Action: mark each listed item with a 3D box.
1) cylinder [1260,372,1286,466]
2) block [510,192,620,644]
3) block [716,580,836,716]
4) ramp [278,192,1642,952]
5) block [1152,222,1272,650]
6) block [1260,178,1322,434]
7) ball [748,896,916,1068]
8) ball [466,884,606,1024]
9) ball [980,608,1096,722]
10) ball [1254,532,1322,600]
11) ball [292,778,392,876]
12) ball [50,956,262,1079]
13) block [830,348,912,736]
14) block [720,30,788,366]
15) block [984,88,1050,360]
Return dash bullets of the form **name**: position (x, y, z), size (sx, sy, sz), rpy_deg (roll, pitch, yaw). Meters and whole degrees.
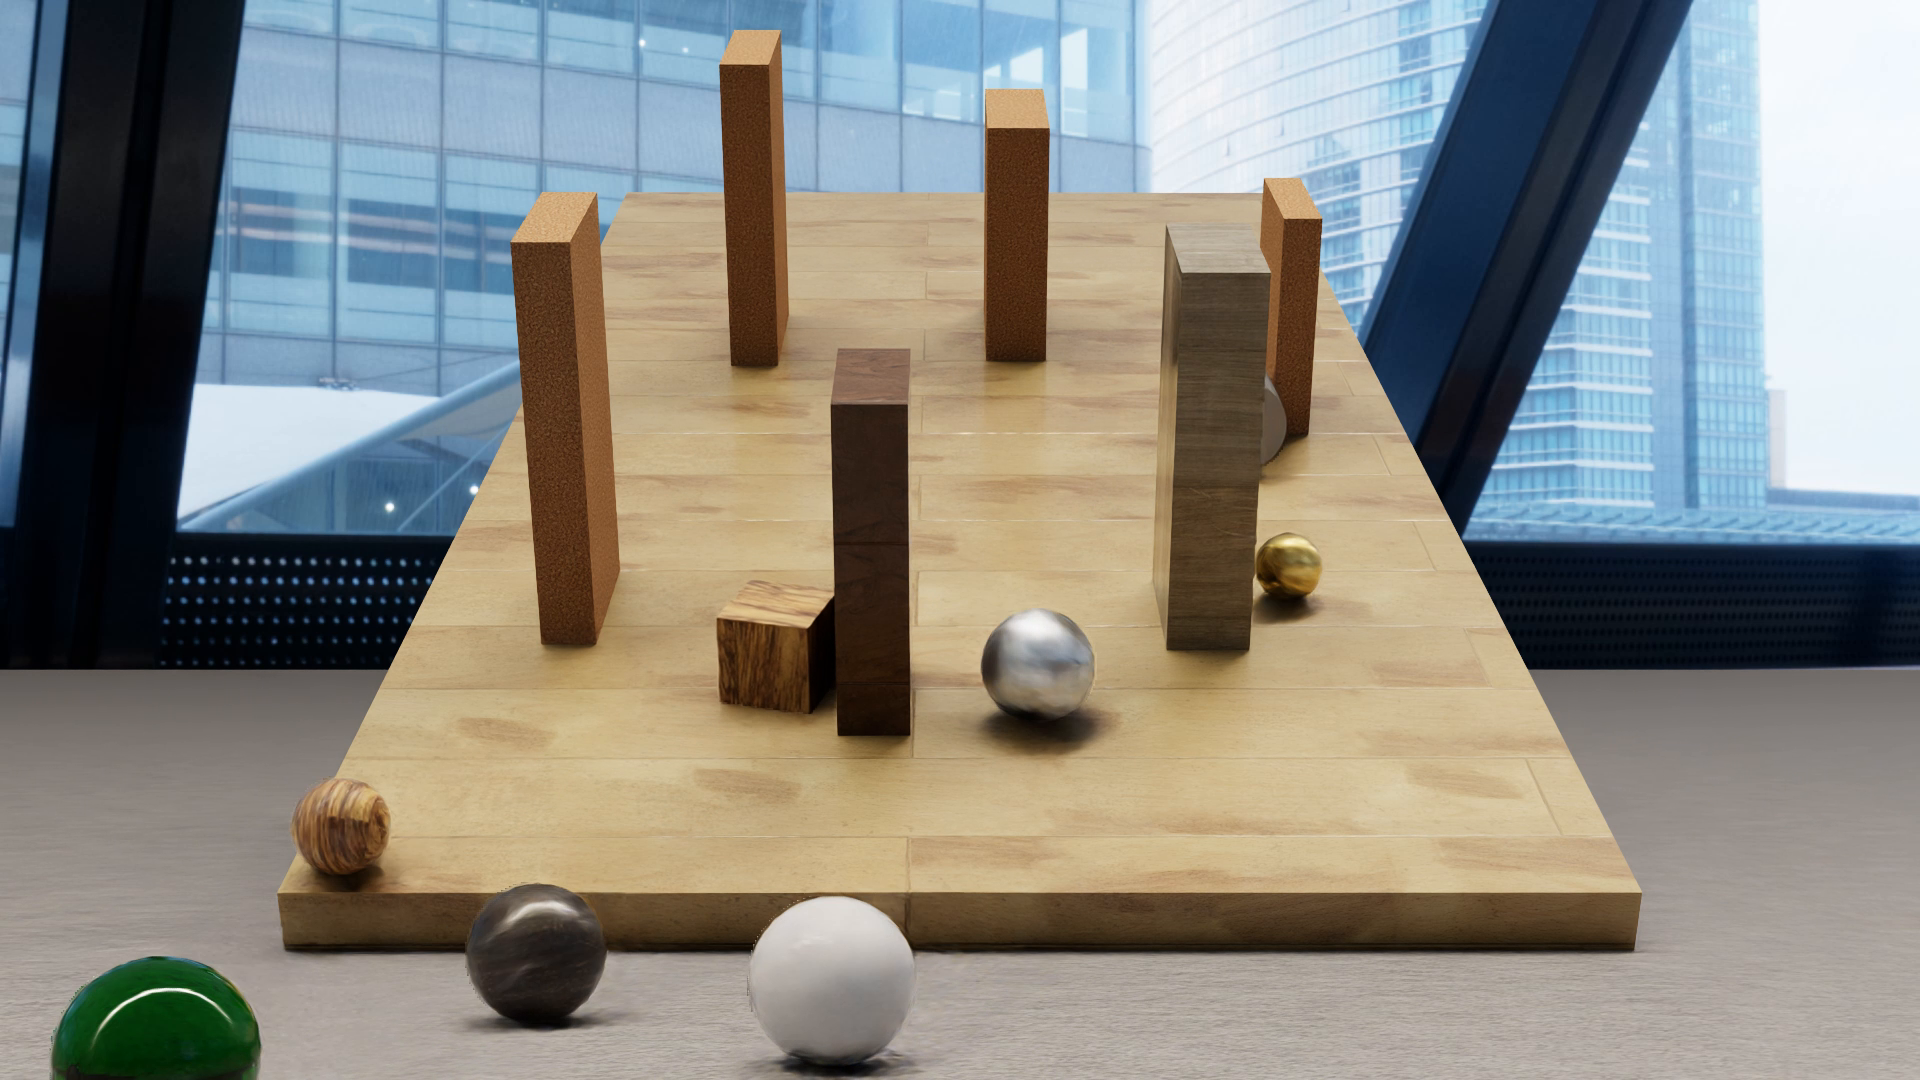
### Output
- **cylinder**: position (0.587, -0.279, 4.990), size (0.204, 0.204, 0.204), rpy_deg (0, 23, -2)
- **block**: position (-0.702, -0.219, 4.159), size (0.099, 0.744, 0.326), rpy_deg (0, 23, 0)
- **block**: position (-0.309, 0.182, 3.964), size (0.161, 0.161, 0.161), rpy_deg (6, 24, 14)
- **ramp**: position (-0.007, -0.226, 5.249), size (2.000, 0.100, 4.000), rpy_deg (0, 23, 0)
- **block**: position (0.443, -0.186, 4.144), size (0.149, 0.700, 0.310), rpy_deg (0, 23, 0)
- **block**: position (0.733, -0.530, 5.209), size (0.083, 0.493, 0.350), rpy_deg (0, 23, 0)
- **ball**: position (-0.135, 0.467, 2.453), size (0.178, 0.178, 0.178), rpy_deg (0, -3, 0)
- **ball**: position (-0.502, 0.490, 2.748), size (0.164, 0.164, 0.164), rpy_deg (0, -3, 0)
- **ball**: position (0.130, 0.210, 3.866), size (0.190, 0.190, 0.190), rpy_deg (0, -3, 0)
- **ball**: position (0.613, 0.050, 4.321), size (0.127, 0.127, 0.127), rpy_deg (0, -3, 0)
- **ball**: position (-0.914, 0.423, 3.423), size (0.143, 0.143, 0.143), rpy_deg (0, -3, 0)
- **ball**: position (-0.691, 0.446, 1.994), size (0.173, 0.173, 0.173), rpy_deg (0, -3, 0)
- **block**: position (-0.143, 0.002, 3.850), size (0.121, 0.583, 0.275), rpy_deg (0, 23, 0)
- **block**: position (-0.495, -0.833, 5.616), size (0.114, 0.725, 0.411), rpy_deg (0, 23, 0)
- **block**: position (0.135, -0.781, 5.693), size (0.145, 0.570, 0.426), rpy_deg (0, 23, 0)
